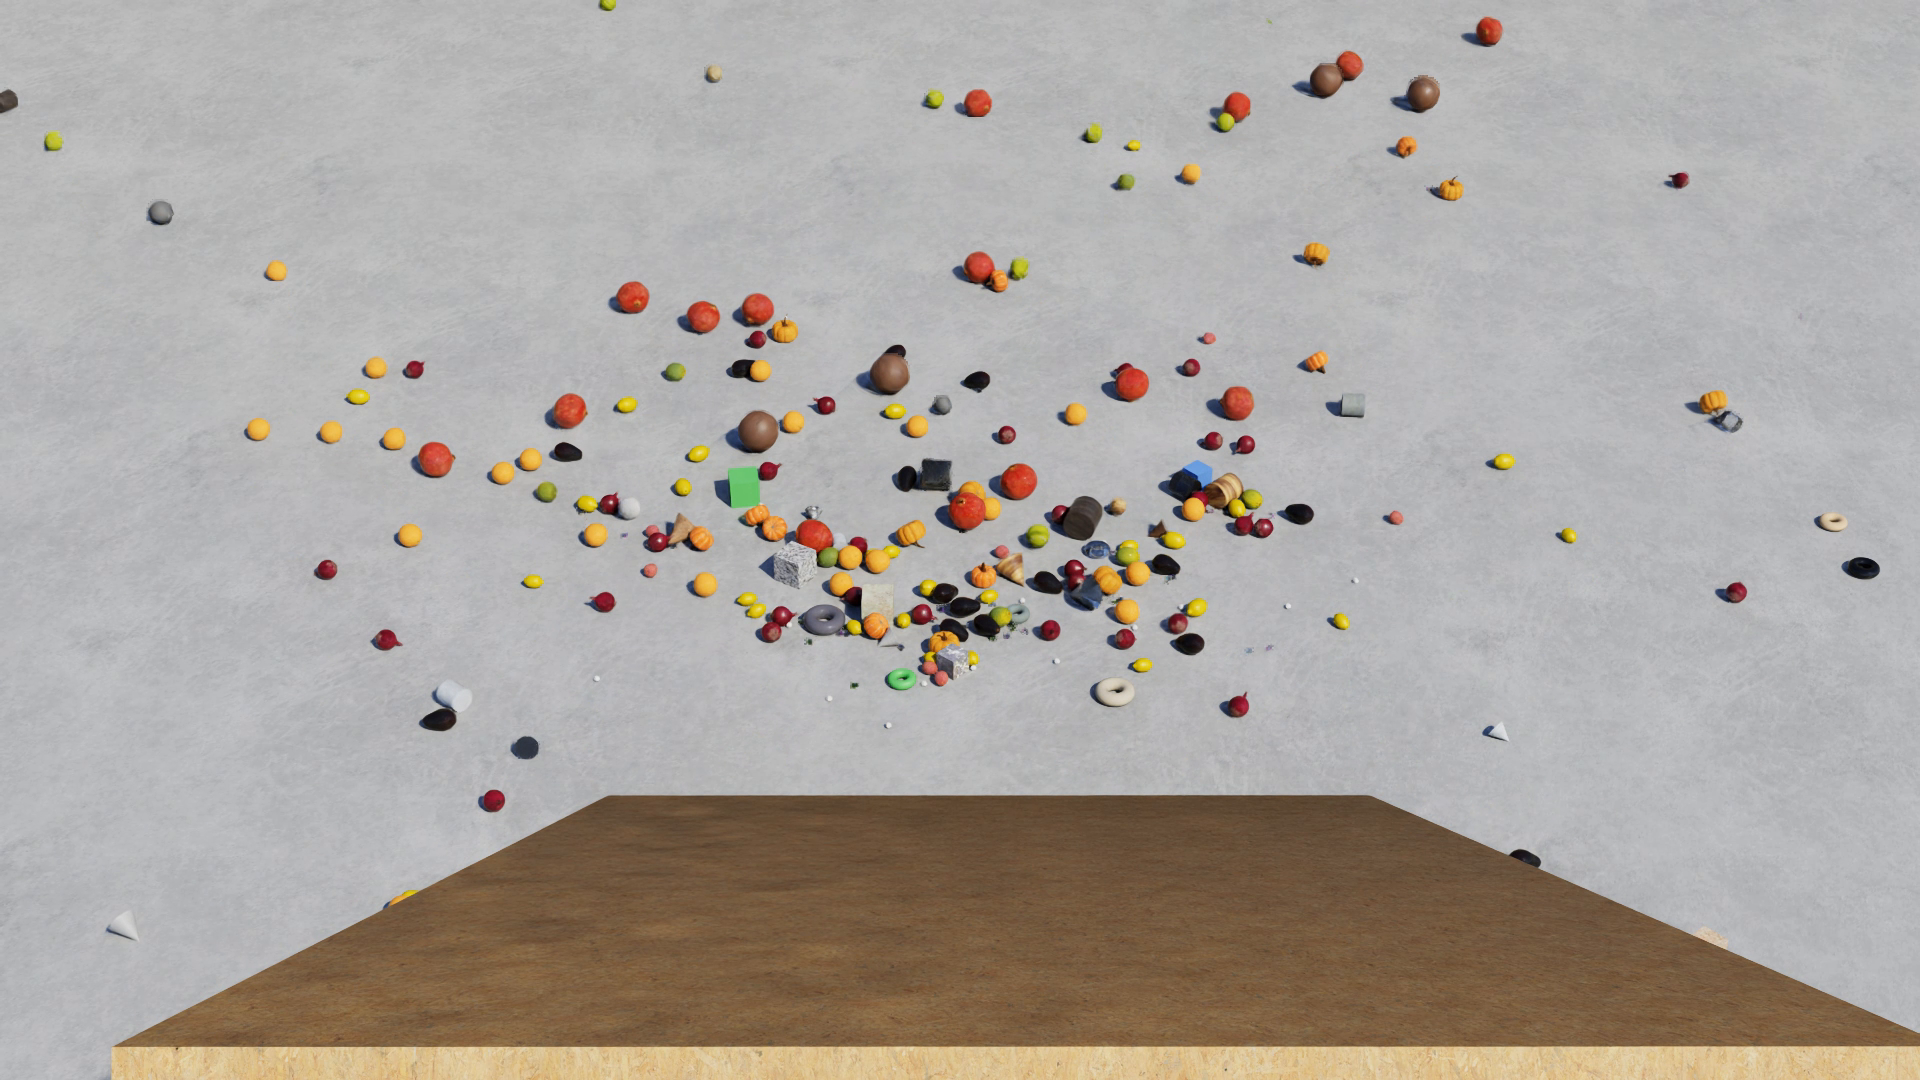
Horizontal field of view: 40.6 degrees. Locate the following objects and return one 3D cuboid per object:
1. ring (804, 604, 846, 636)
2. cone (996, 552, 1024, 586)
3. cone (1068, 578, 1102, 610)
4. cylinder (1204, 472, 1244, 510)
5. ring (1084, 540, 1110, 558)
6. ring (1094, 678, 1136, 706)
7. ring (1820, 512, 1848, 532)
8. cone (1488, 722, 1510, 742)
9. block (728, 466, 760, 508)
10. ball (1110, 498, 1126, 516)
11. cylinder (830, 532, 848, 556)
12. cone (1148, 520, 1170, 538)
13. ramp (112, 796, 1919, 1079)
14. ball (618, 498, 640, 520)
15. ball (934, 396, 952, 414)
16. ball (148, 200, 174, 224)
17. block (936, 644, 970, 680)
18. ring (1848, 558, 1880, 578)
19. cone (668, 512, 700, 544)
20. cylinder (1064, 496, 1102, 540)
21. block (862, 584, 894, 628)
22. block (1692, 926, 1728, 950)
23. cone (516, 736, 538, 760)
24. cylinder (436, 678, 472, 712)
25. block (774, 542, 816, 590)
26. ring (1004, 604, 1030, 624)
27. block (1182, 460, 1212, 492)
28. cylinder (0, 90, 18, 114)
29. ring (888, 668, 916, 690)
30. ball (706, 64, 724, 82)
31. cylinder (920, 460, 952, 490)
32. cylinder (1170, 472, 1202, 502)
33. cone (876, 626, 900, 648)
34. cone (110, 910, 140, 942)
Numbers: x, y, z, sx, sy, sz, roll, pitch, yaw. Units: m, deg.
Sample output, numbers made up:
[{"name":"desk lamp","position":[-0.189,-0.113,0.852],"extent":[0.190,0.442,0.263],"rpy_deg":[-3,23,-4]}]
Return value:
[{"name":"ring","position":[-0.395,0.232,7.561],"extent":[0.124,0.041,0.124],"rpy_deg":[1,35,-1]},{"name":"cone","position":[0.169,0.103,7.746],"extent":[0.093,0.093,0.093],"rpy_deg":[-19,66,-25]},{"name":"cone","position":[0.352,0.161,7.661],"extent":[0.096,0.096,0.096],"rpy_deg":[-5,24,45]},{"name":"cylinder","position":[0.821,-0.153,8.076],"extent":[0.087,0.087,0.087],"rpy_deg":[30,44,35]},{"name":"ring","position":[0.417,0.028,7.868],"extent":[0.079,0.026,0.079],"rpy_deg":[0,33,0]},{"name":"ring","position":[0.435,0.426,7.286],"extent":[0.113,0.038,0.113],"rpy_deg":[0,34,0]},{"name":"ring","position":[2.686,-0.056,7.988],"extent":[0.084,0.028,0.084],"rpy_deg":[-1,34,1]},{"name":"cone","position":[1.491,0.536,7.138],"extent":[0.054,0.054,0.054],"rpy_deg":[46,50,13]},{"name":"block","position":[-0.673,-0.164,8.090],"extent":[0.089,0.089,0.089],"rpy_deg":[-5,35,-7]},{"name":"ball","position":[0.490,-0.102,8.034],"extent":[0.051,0.051,0.051],"rpy_deg":[0,35,0]},{"name":"cylinder","position":[-0.367,0.012,7.870],"extent":[0.050,0.050,0.050],"rpy_deg":[-7,35,-9]},{"name":"cone","position":[0.601,-0.024,7.941],"extent":[0.064,0.064,0.064],"rpy_deg":[-24,33,12]},{"name":"ramp","position":[0.077,0.661,4.823],"extent":[2.000,0.100,4.000],"rpy_deg":[0,-2,0]},{"name":"ball","position":[-1.022,-0.098,8.014],"extent":[0.068,0.068,0.068],"rpy_deg":[0,35,0]},{"name":"ball","position":[-0.055,-0.440,8.516],"extent":[0.058,0.058,0.058],"rpy_deg":[0,35,0]},{"name":"ball","position":[-2.954,-1.212,9.603],"extent":[0.087,0.087,0.087],"rpy_deg":[0,35,0]},{"name":"block","position":[-0.020,0.345,7.376],"extent":[0.065,0.065,0.065],"rpy_deg":[28,43,34]},{"name":"ring","position":[2.709,0.084,7.784],"extent":[0.094,0.031,0.094],"rpy_deg":[1,33,0]},{"name":"cone","position":[-0.860,-0.017,7.919],"extent":[0.095,0.095,0.095],"rpy_deg":[-46,51,-13]},{"name":"cylinder","position":[0.376,-0.067,7.941],"extent":[0.099,0.099,0.099],"rpy_deg":[10,36,15]},{"name":"block","position":[-0.239,0.193,7.574],"extent":[0.091,0.091,0.091],"rpy_deg":[0,35,1]},{"name":"block","position":[1.841,1.012,6.409],"extent":[0.071,0.071,0.071],"rpy_deg":[-28,43,-34]},{"name":"cone","position":[-1.180,0.561,7.097],"extent":[0.065,0.065,0.065],"rpy_deg":[-3,8,-4]},{"name":"cylinder","position":[-1.409,0.434,7.244],"extent":[0.070,0.070,0.070],"rpy_deg":[28,43,34]},{"name":"block","position":[-0.491,0.075,7.744],"extent":[0.090,0.090,0.090],"rpy_deg":[20,40,27]},{"name":"ring","position":[0.166,0.216,7.597],"extent":[0.079,0.026,0.079],"rpy_deg":[-1,35,1]},{"name":"block","position":[0.746,-0.199,8.162],"extent":[0.066,0.066,0.066],"rpy_deg":[-27,43,-33]},{"name":"cylinder","position":[-3.826,-1.756,10.399],"extent":[0.075,0.075,0.075],"rpy_deg":[22,40,28]},{"name":"ring","position":[-0.164,0.393,7.341],"extent":[0.082,0.027,0.082],"rpy_deg":[-1,35,1]},{"name":"ball","position":[-1.004,-1.911,10.629],"extent":[0.068,0.068,0.068],"rpy_deg":[0,35,0]},{"name":"cylinder","position":[-0.073,-0.205,8.148],"extent":[0.090,0.090,0.090],"rpy_deg":[4,35,5]},{"name":"cylinder","position":[0.704,-0.168,8.111],"extent":[0.072,0.072,0.072],"rpy_deg":[-27,43,-33]},{"name":"cone","position":[-0.214,0.292,7.485],"extent":[0.063,0.063,0.063],"rpy_deg":[-32,38,2]},{"name":"cone","position":[-2.073,0.977,6.492],"extent":[0.074,0.074,0.074],"rpy_deg":[46,50,13]}]
